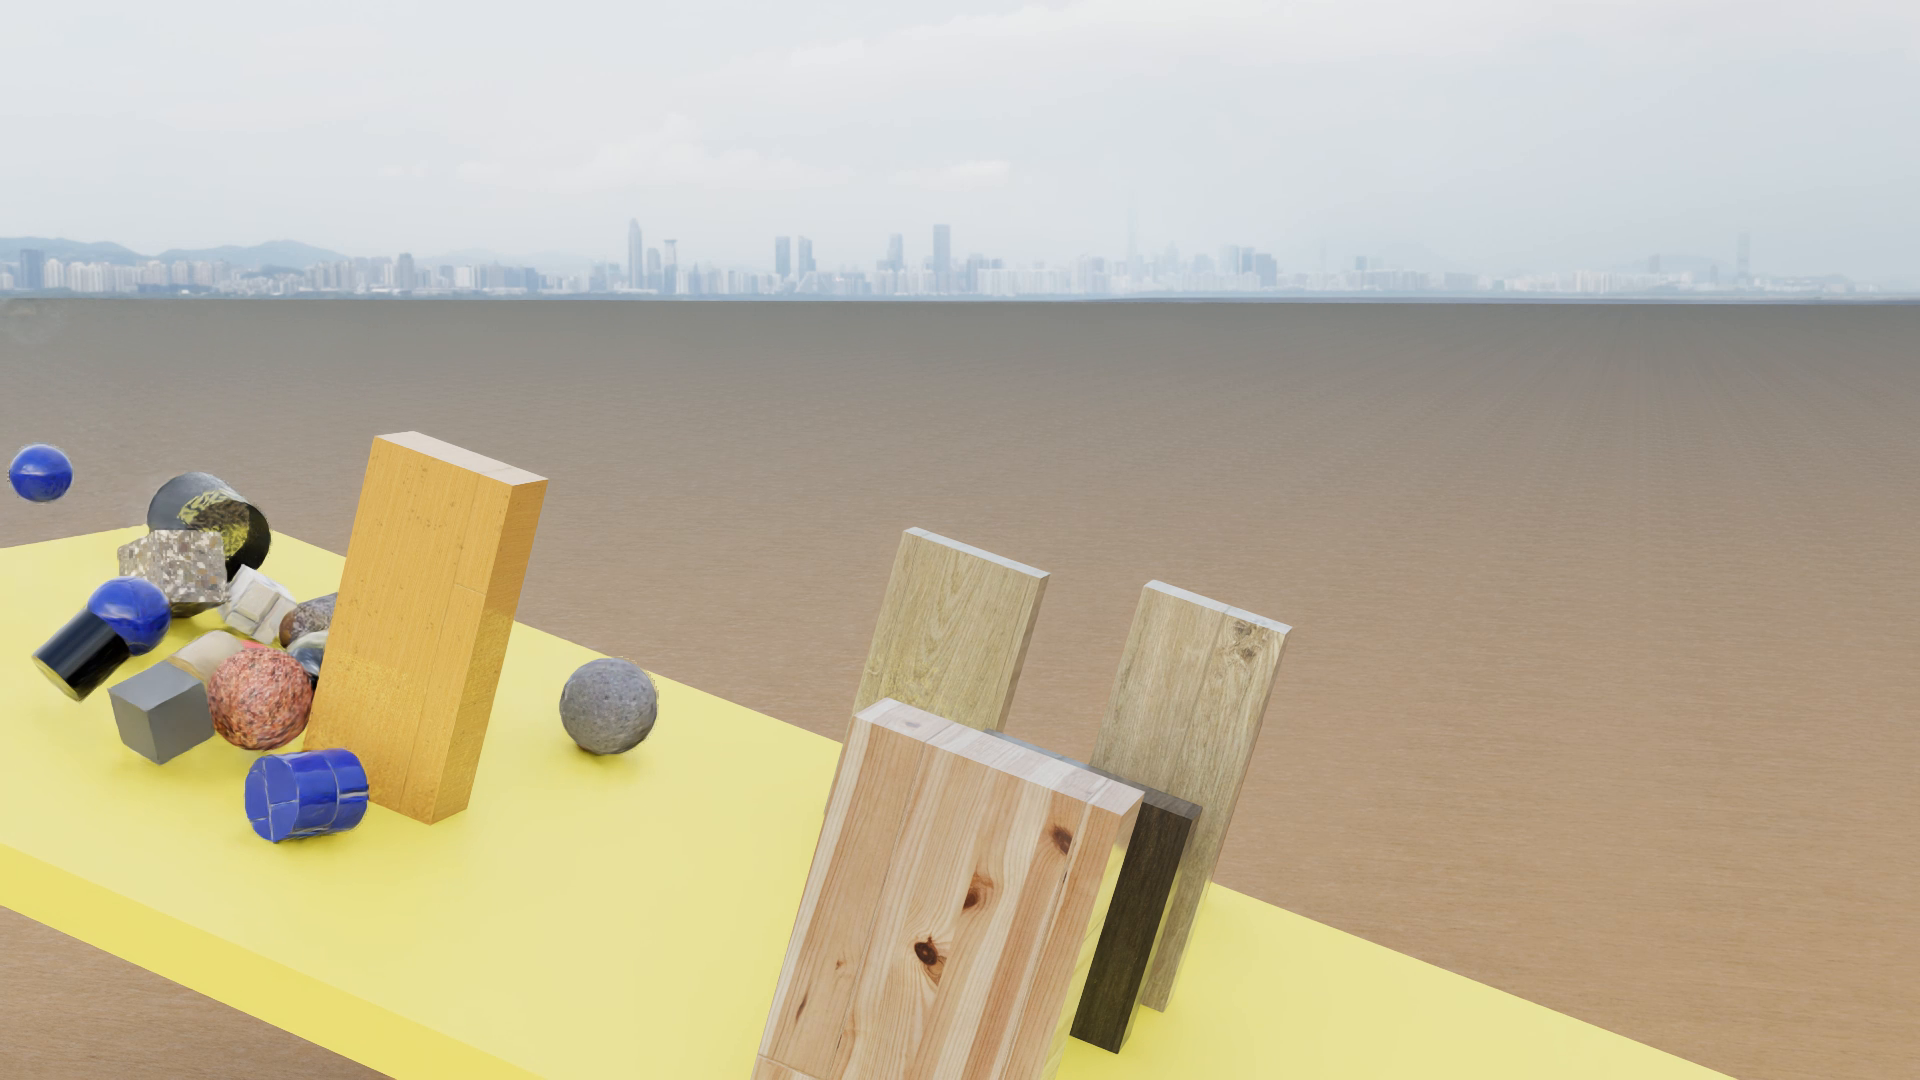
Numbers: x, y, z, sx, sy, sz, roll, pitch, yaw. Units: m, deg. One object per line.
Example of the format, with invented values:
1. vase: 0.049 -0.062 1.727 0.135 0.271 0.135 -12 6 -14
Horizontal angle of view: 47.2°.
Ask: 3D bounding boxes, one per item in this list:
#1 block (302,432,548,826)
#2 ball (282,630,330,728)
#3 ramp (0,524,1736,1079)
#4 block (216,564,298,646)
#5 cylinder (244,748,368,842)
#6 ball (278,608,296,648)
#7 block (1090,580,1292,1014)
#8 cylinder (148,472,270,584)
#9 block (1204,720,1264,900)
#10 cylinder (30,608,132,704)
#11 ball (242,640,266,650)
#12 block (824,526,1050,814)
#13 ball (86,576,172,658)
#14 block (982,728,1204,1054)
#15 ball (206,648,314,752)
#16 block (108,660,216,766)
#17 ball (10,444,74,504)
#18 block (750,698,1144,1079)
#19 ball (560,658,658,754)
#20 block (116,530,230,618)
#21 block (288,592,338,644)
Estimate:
1. block: -1.003 0.162 4.098 0.292 0.664 0.136 19 12 14
2. ball: -1.259 0.280 4.358 0.200 0.200 0.200 0 7 0
3. ramp: -0.372 0.720 4.236 4.000 0.100 2.000 19 12 14
4. block: -1.529 0.141 4.774 0.110 0.110 0.110 36 -2 -37
5. cylinder: -1.145 0.445 3.853 0.149 0.149 0.149 5 3 35
6. ball: -1.410 0.200 4.744 0.115 0.115 0.115 0 7 0
7. block: 0.377 0.487 4.176 0.277 0.771 0.090 19 12 14
8. cylinder: -1.747 -0.026 5.114 0.210 0.210 0.210 -6 23 -40
9. block: 0.442 0.551 4.828 0.318 0.428 0.108 19 12 14
10. cylinder: -1.633 0.215 4.087 0.125 0.125 0.125 8 48 48
11. ball: -1.428 0.263 4.397 0.124 0.124 0.124 0 7 0
12. block: -0.052 0.329 4.656 0.310 0.645 0.081 19 12 14
13. ball: -1.685 0.155 4.453 0.166 0.166 0.166 0 7 0
14. block: 0.166 0.632 3.985 0.421 0.457 0.101 19 12 14
15. ball: -1.309 0.298 4.114 0.195 0.195 0.195 0 7 0
16. block: -1.434 0.310 3.951 0.117 0.117 0.117 21 37 33
17. ball: -1.944 -0.140 4.653 0.125 0.125 0.125 0 7 0
18. block: -0.030 0.620 3.278 0.419 0.652 0.149 19 12 14
19. ball: -0.749 0.354 4.688 0.207 0.207 0.207 0 7 0
20. block: -1.685 0.075 4.713 0.154 0.154 0.154 -18 -11 36
21. block: -1.289 0.229 4.624 0.174 0.174 0.174 18 12 11
